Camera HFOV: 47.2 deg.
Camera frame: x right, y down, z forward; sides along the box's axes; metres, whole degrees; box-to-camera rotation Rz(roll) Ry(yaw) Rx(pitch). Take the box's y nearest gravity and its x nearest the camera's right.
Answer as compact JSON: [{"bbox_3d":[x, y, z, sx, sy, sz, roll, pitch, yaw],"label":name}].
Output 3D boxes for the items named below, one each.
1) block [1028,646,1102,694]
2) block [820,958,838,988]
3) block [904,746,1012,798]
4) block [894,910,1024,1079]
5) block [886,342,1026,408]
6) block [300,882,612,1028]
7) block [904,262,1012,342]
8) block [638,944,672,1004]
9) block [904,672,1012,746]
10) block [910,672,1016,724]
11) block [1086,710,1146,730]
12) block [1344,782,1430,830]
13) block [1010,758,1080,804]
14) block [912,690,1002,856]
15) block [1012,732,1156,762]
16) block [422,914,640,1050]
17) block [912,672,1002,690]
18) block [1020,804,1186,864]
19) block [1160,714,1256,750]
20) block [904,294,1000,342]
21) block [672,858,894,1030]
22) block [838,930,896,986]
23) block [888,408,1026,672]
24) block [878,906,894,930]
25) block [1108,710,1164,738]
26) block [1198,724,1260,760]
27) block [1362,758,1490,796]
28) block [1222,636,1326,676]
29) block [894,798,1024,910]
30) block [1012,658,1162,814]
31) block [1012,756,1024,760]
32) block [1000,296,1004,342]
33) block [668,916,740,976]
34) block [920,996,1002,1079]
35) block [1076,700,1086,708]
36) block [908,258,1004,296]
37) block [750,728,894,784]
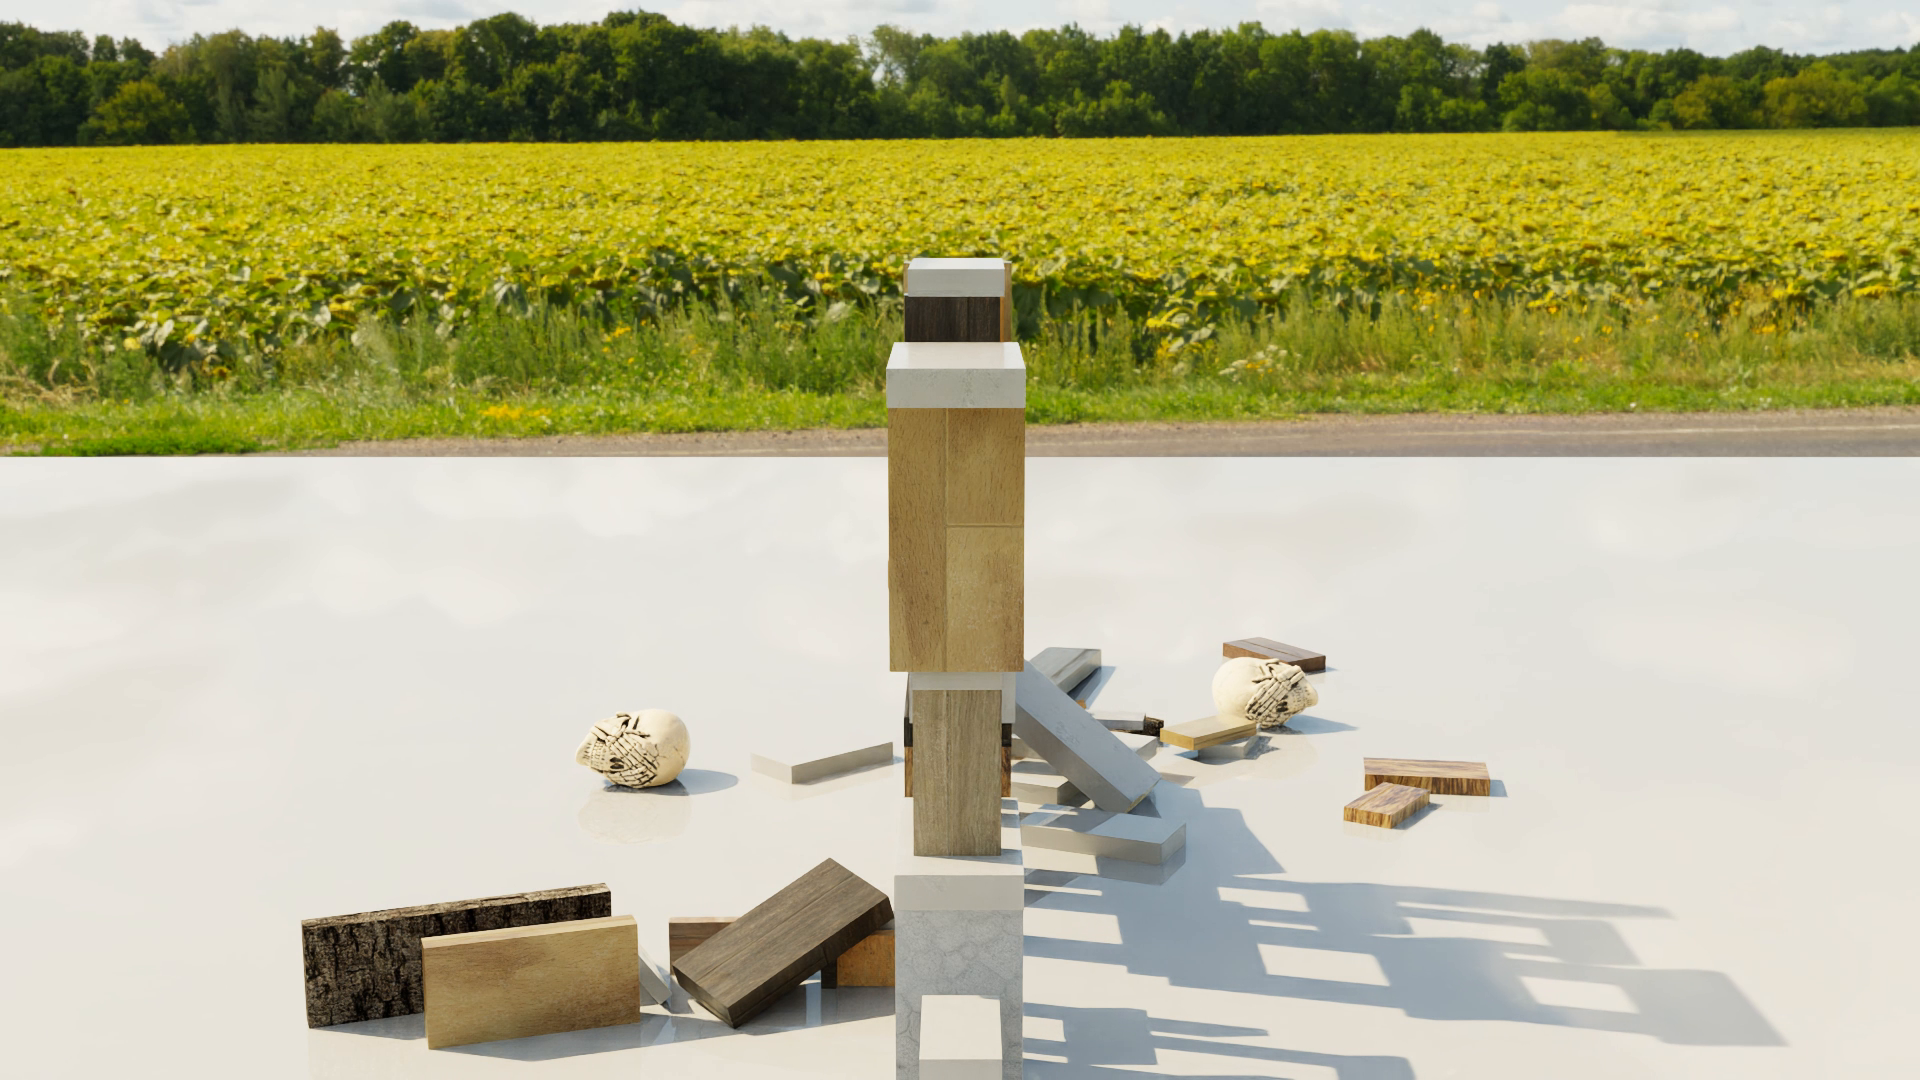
[{"bbox_3d":[0.188,0.316,4.956,0.130,0.037,0.622,2,8,16],"label":"block"},{"bbox_3d":[-0.193,0.612,3.333,0.023,0.080,0.159,0,11,1],"label":"block"},{"bbox_3d":[-0.003,0.467,3.434,0.164,0.328,0.047,0,11,0],"label":"block"},{"bbox_3d":[-0.001,0.597,2.761,0.158,0.317,0.045,0,11,0],"label":"block"},{"bbox_3d":[-0.005,-0.205,2.709,0.162,0.046,0.323,0,11,0],"label":"block"},{"bbox_3d":[-0.726,0.602,3.200,0.437,0.148,0.042,-4,11,-21],"label":"block"},{"bbox_3d":[-0.004,-0.274,3.712,0.180,0.388,0.051,1,10,3],"label":"block"},{"bbox_3d":[-0.479,0.623,3.266,0.024,0.084,0.167,-40,20,-9],"label":"block"},{"bbox_3d":[-0.003,0.262,3.507,0.164,0.047,0.329,0,11,0],"label":"block"},{"bbox_3d":[0.004,0.115,3.301,0.159,0.319,0.045,0,11,0],"label":"block"},{"bbox_3d":[0.314,0.375,4.589,0.141,0.020,0.071,2,11,9],"label":"block"},{"bbox_3d":[0.798,0.495,4.108,0.094,0.027,0.187,7,13,33],"label":"block"},{"bbox_3d":[0.180,0.456,4.283,0.135,0.038,0.271,5,12,25],"label":"block"},{"bbox_3d":[-0.003,0.284,2.738,0.109,0.219,0.031,0,10,0],"label":"block"},{"bbox_3d":[0.243,0.407,4.342,0.261,0.037,0.131,5,12,26],"label":"block"},{"bbox_3d":[-0.603,0.621,3.098,0.295,0.148,0.042,-4,11,-18],"label":"block"},{"bbox_3d":[-0.004,0.148,2.787,0.109,0.031,0.219,0,11,0],"label":"block"},{"bbox_3d":[0.253,0.523,3.924,0.271,0.038,0.135,5,12,24],"label":"block"},{"bbox_3d":[0.510,0.393,4.511,0.187,0.027,0.094,-9,14,-39],"label":"block"},{"bbox_3d":[-0.012,-0.222,3.234,0.139,0.278,0.039,0,11,-2],"label":"block"},{"bbox_3d":[-0.258,0.587,3.226,0.295,0.042,0.148,-31,35,-28],"label":"block"},{"bbox_3d":[-0.102,0.623,3.274,0.159,0.080,0.023,1,11,3],"label":"block"},{"bbox_3d":[-0.004,-0.004,2.637,0.162,0.323,0.046,0,11,0],"label":"block"},{"bbox_3d":[-0.099,0.603,3.379,0.159,0.080,0.023,1,11,4],"label":"block"},{"bbox_3d":[0.307,0.404,4.577,0.118,0.033,0.236,9,14,40],"label":"block"},{"bbox_3d":[0.559,0.412,4.553,0.094,0.027,0.187,3,11,18],"label":"block"},{"bbox_3d":[0.905,0.460,4.278,0.236,0.033,0.118,2,11,8],"label":"block"},{"bbox_3d":[0.750,0.277,5.263,0.118,0.033,0.236,-7,13,-33],"label":"block"},{"bbox_3d":[-0.001,0.400,2.832,0.158,0.045,0.317,0,11,0],"label":"block"},{"bbox_3d":[0.204,0.372,4.159,0.359,0.051,0.180,40,22,12],"label":"block"},{"bbox_3d":[0.128,0.429,4.483,0.141,0.020,0.071,1,10,7],"label":"block"},{"bbox_3d":[-0.003,-0.255,3.411,0.139,0.278,0.039,0,11,0],"label":"block"},{"bbox_3d":[-0.335,0.612,3.320,0.204,0.084,0.024,0,11,-1],"label":"block"},{"bbox_3d":[0.001,0.585,2.591,0.094,0.027,0.188,0,11,0],"label":"block"},{"bbox_3d":[0.191,0.372,4.613,0.141,0.020,0.071,-27,-8,37],"label":"block"},{"bbox_3d":[-0.004,-0.394,3.293,0.139,0.039,0.278,0,11,0],"label":"block"},{"bbox_3d":[-0.276,0.433,4.413,0.261,0.037,0.130,-9,14,-42],"label":"block"}]
